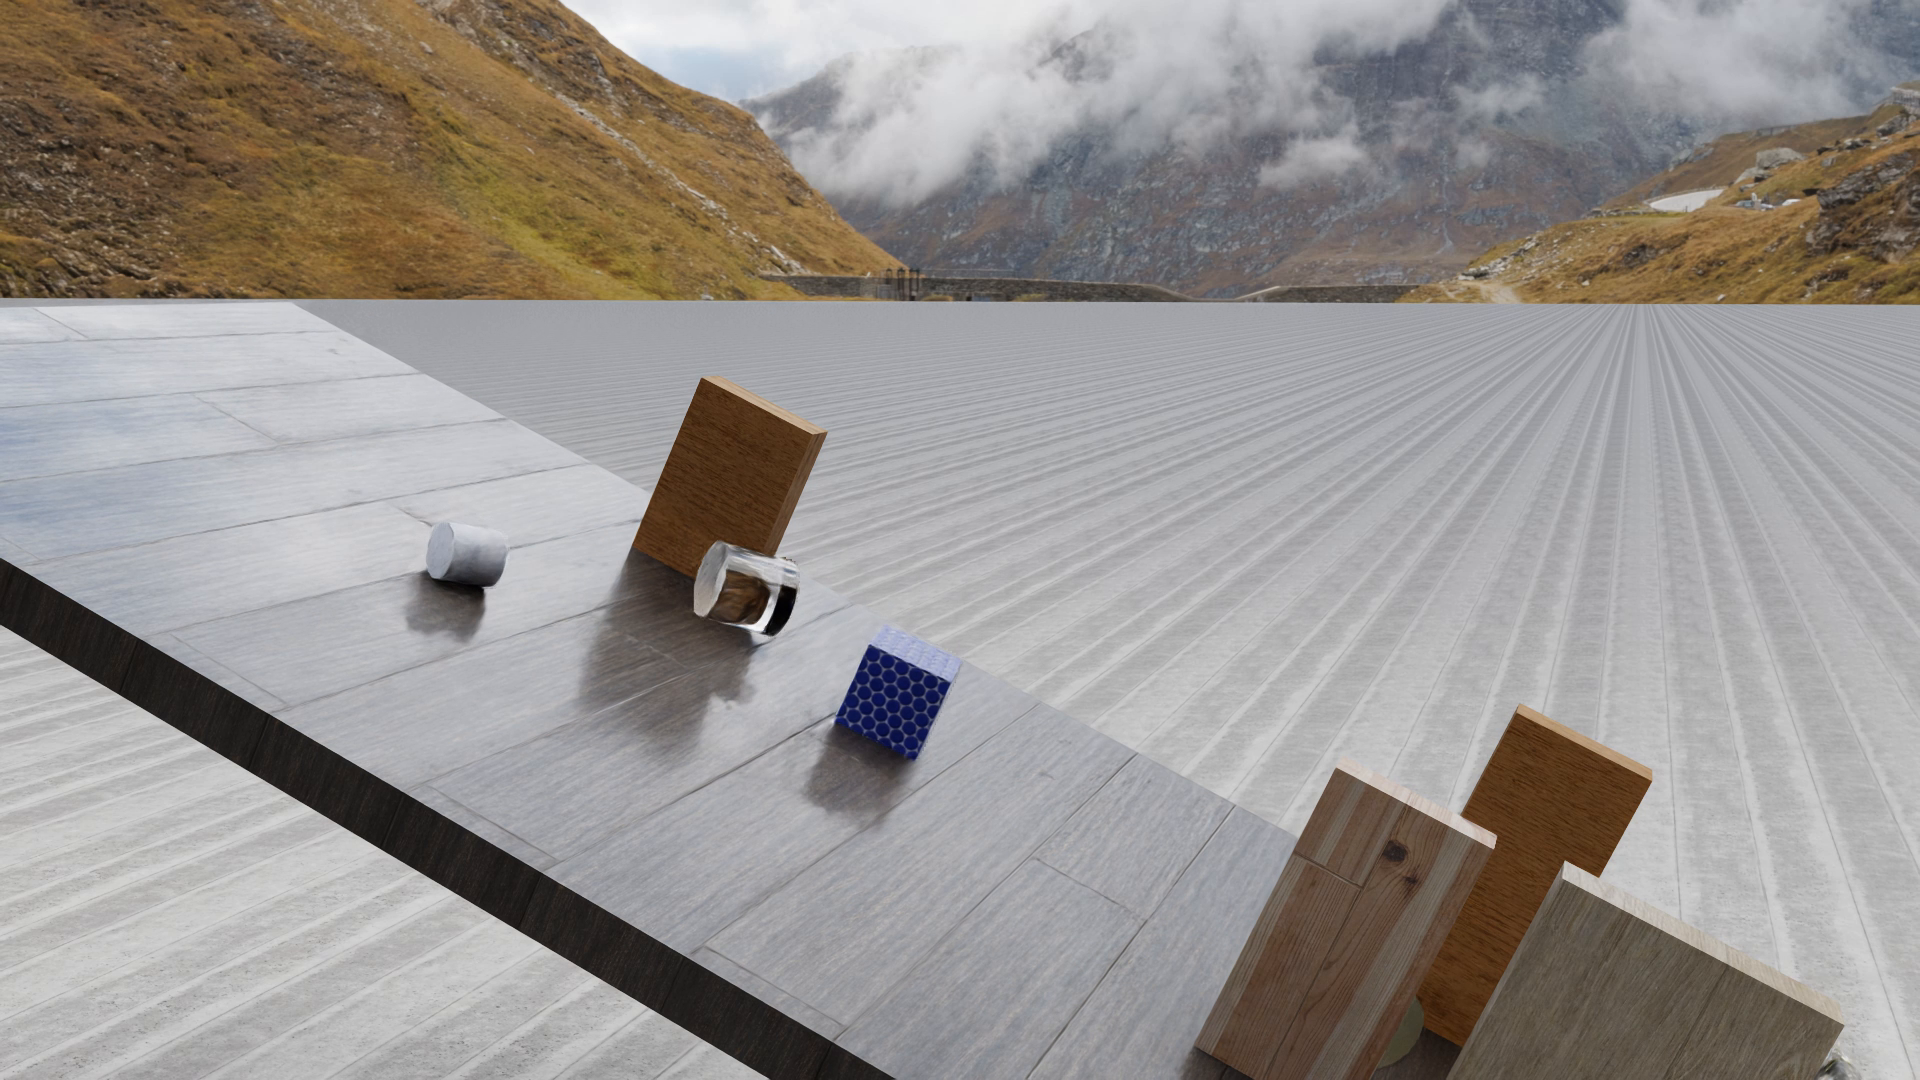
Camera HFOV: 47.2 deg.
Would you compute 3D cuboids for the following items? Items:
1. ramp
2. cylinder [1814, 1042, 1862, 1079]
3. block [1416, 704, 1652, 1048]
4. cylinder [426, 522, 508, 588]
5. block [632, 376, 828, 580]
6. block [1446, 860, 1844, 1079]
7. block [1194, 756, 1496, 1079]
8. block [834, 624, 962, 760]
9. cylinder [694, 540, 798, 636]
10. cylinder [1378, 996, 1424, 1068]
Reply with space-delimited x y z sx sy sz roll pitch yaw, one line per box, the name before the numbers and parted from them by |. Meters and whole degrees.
ramp | -0.267 0.457 4.172 4.000 0.100 2.000 27 14 12
cylinder | 1.758 1.118 4.541 0.174 0.174 0.174 1 9 5
block | 1.030 0.647 4.137 0.267 0.621 0.098 27 14 12
cylinder | -0.939 0.028 4.187 0.111 0.111 0.111 11 -2 -39
block | -0.507 -0.112 4.831 0.283 0.412 0.095 27 14 12
block | 0.871 0.835 3.055 0.401 0.660 0.095 27 14 12
block | 0.626 0.656 3.588 0.274 0.534 0.090 27 14 12
block | -0.122 0.303 4.416 0.178 0.178 0.178 25 13 2
cylinder | -0.452 0.103 4.637 0.165 0.165 0.165 18 -2 -26
cylinder | 0.708 0.820 3.896 0.166 0.166 0.166 -2 21 -15
